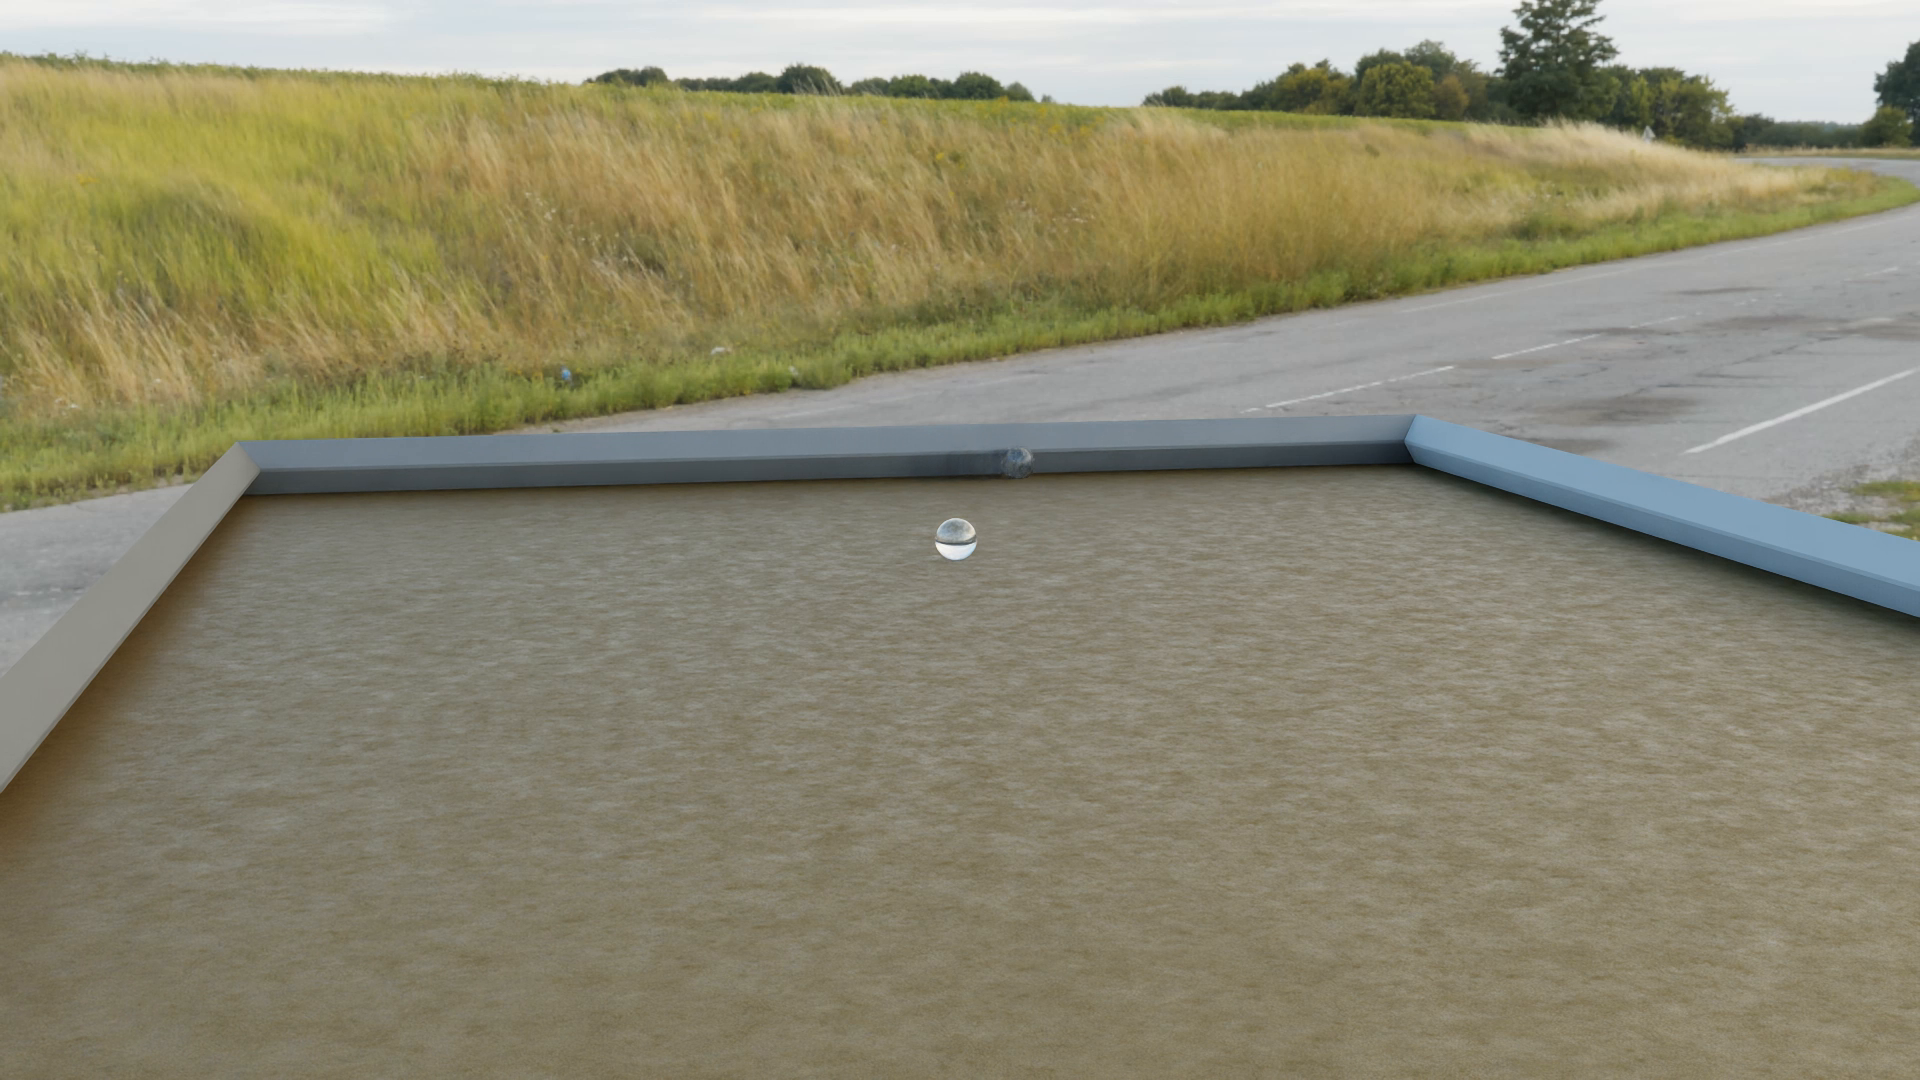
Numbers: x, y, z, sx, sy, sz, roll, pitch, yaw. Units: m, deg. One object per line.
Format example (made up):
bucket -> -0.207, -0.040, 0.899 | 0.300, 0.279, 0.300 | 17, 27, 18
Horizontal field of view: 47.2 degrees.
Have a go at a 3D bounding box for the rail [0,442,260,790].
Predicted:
rail -> -0.922, 0.173, 2.205 | 0.045, 0.099, 3.898 | -2, 9, -12

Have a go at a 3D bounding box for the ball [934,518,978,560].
ball -> -0.006, -0.001, 3.381 | 0.065, 0.065, 0.065 | 0, 9, 0

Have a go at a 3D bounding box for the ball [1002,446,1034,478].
ball -> 0.113, -0.152, 4.313 | 0.062, 0.062, 0.062 | 0, 9, 0

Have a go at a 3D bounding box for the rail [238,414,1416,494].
rail -> -0.194, -0.169, 4.296 | 2.337, 0.099, 0.045 | -2, 9, -12

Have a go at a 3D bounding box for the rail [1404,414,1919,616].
rail -> 1.319, 0.098, 2.666 | 0.045, 0.099, 3.898 | -2, 9, -12
